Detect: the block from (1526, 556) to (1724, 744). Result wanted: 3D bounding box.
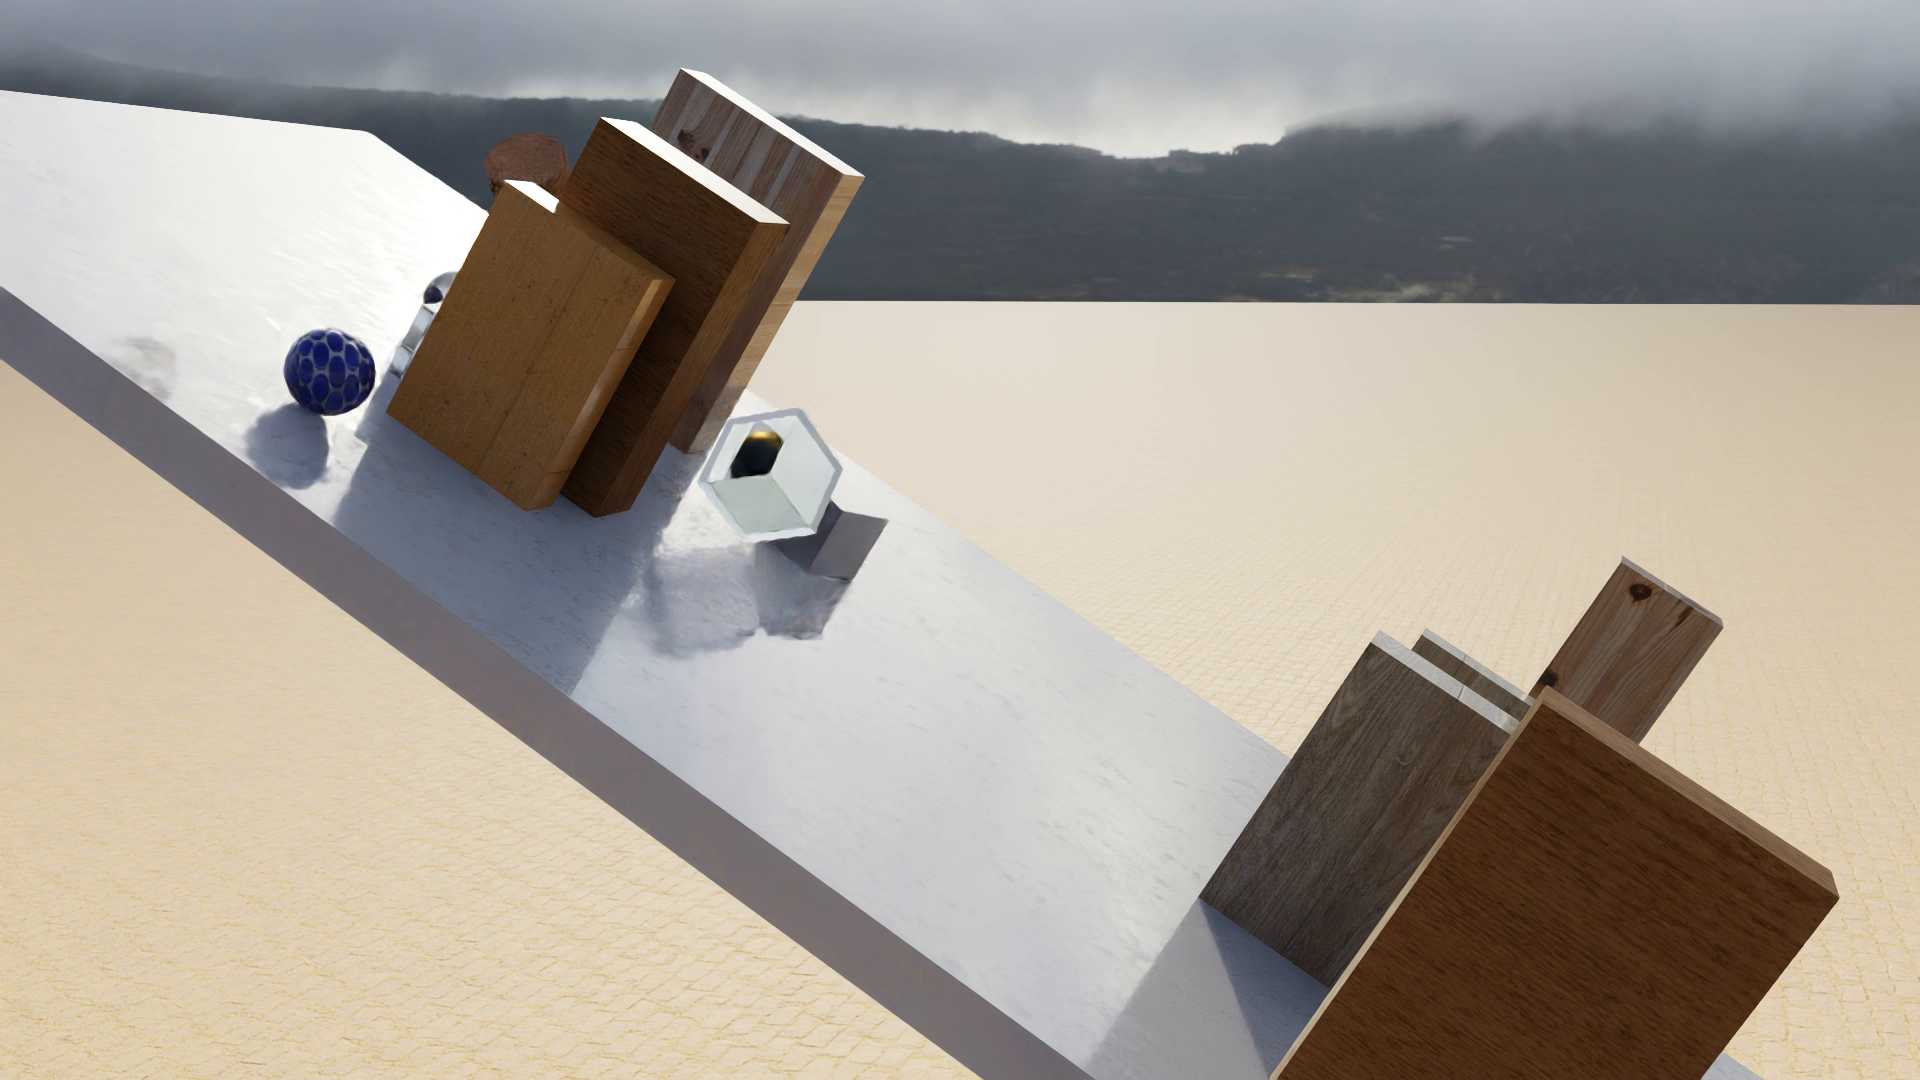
[{"bbox_3d":[1.275,0.427,4.644,0.240,0.780,0.120,34,15,11],"label":"block"}]

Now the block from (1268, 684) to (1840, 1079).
[{"bbox_3d":[0.749,0.638,2.943,0.431,0.769,0.132,34,15,11],"label":"block"}]

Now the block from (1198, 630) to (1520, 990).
[{"bbox_3d":[0.752,0.511,3.794,0.440,0.547,0.137,34,15,11],"label":"block"}]

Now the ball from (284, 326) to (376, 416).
[{"bbox_3d":[-1.034,-0.276,3.610,0.146,0.146,0.146,0,7,0],"label":"ball"}]

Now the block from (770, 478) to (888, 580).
[{"bbox_3d":[-0.265,-0.028,4.320,0.147,0.147,0.147,41,18,32],"label":"block"}]

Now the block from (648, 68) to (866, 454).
[{"bbox_3d":[-0.542,-0.567,4.511,0.407,0.662,0.125,34,15,11],"label":"block"}]

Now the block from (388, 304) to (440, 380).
[{"bbox_3d":[-0.925,-0.336,4.025,0.142,0.142,0.142,34,15,11],"label":"block"}]

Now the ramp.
[{"bbox_3d":[-0.153,0.254,4.112,4.000,0.100,2.000,34,15,11],"label":"ramp"}]

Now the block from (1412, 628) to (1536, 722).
[{"bbox_3d":[0.882,0.456,4.316,0.261,0.502,0.089,34,15,11],"label":"block"}]

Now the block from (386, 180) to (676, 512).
[{"bbox_3d":[-0.736,-0.330,3.754,0.313,0.461,0.094,34,15,11],"label":"block"}]

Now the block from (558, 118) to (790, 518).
[{"bbox_3d":[-0.613,-0.393,3.913,0.344,0.607,0.142,34,15,11],"label":"block"}]

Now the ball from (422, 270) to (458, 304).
[{"bbox_3d":[-0.996,-0.469,4.343,0.129,0.129,0.129,0,7,0],"label":"ball"}]

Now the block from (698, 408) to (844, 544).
[{"bbox_3d":[-0.357,-0.121,4.157,0.169,0.169,0.169,-7,45,31],"label":"block"}]

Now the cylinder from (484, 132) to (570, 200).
[{"bbox_3d":[-0.894,-0.734,4.613,0.169,0.169,0.169,0,-37,4],"label":"cylinder"}]
